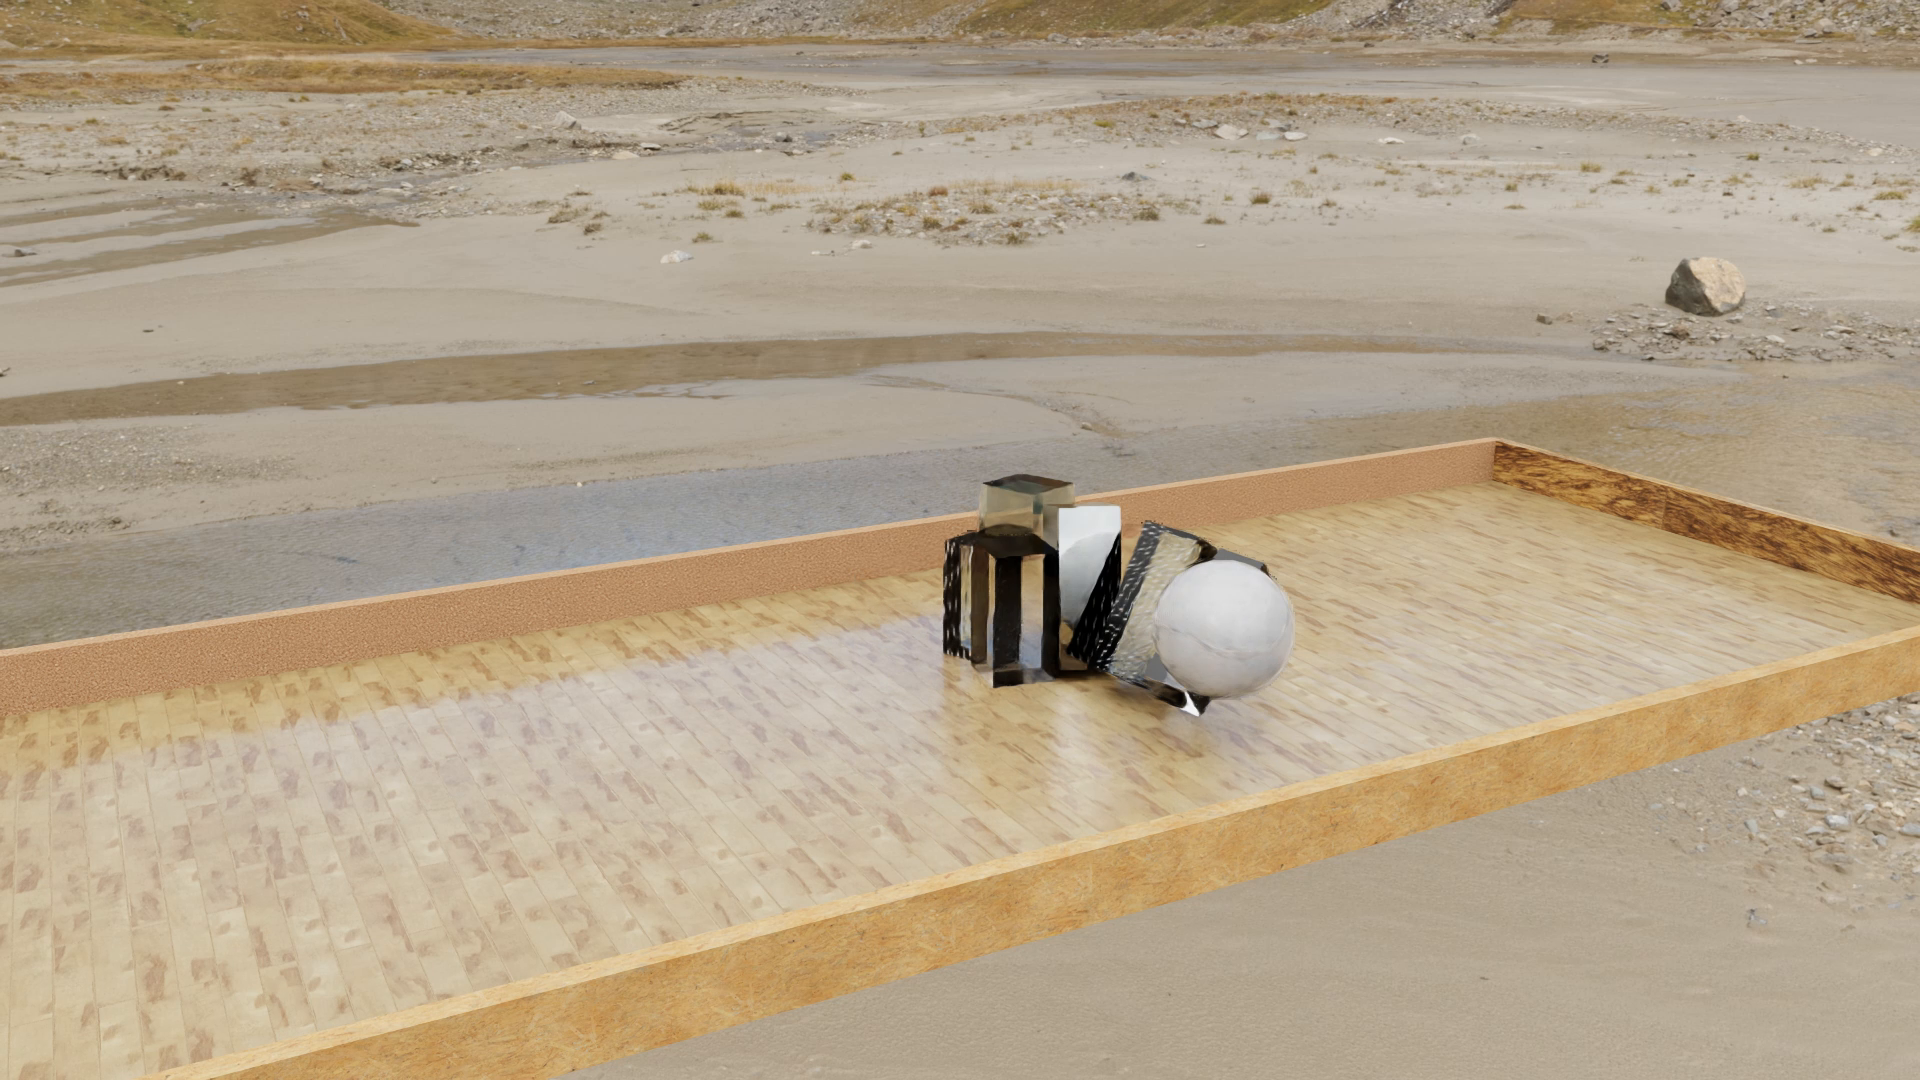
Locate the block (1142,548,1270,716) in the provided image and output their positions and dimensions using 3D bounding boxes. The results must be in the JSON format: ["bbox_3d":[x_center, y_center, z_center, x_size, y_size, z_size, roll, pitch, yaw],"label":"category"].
[{"bbox_3d":[0.602,0.220,3.967,0.125,0.125,0.378,21,68,35],"label":"block"}]

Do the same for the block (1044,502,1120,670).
[{"bbox_3d":[0.311,0.114,4.195,0.158,0.407,0.158,-2,5,-11],"label":"block"}]

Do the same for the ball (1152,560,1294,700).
[{"bbox_3d":[0.591,0.201,3.709,0.314,0.314,0.314,0,16,0],"label":"ball"}]

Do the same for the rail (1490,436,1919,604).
[{"bbox_3d":[2.466,-0.048,5.253,0.050,0.150,2.100,-9,18,-27],"label":"rail"}]

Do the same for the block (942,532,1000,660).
[{"bbox_3d":[0.047,0.148,4.306,0.127,0.305,0.127,13,19,38],"label":"block"}]

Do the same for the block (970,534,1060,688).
[{"bbox_3d":[0.136,0.177,4.153,0.170,0.337,0.170,-5,17,-18],"label":"block"}]

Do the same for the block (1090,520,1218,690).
[{"bbox_3d":[0.483,0.169,4.045,0.151,0.381,0.151,18,-6,37],"label":"block"}]

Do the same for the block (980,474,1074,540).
[{"bbox_3d":[0.173,0.060,4.378,0.176,0.430,0.176,13,19,38],"label":"block"}]

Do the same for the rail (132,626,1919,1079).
[{"bbox_3d":[-2.336,1.006,1.665,12.000,0.150,0.050,-9,18,-27],"label":"rail"}]

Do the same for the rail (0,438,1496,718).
[{"bbox_3d":[-3.305,0.497,3.399,12.000,0.150,0.050,-9,18,-27],"label":"rail"}]
